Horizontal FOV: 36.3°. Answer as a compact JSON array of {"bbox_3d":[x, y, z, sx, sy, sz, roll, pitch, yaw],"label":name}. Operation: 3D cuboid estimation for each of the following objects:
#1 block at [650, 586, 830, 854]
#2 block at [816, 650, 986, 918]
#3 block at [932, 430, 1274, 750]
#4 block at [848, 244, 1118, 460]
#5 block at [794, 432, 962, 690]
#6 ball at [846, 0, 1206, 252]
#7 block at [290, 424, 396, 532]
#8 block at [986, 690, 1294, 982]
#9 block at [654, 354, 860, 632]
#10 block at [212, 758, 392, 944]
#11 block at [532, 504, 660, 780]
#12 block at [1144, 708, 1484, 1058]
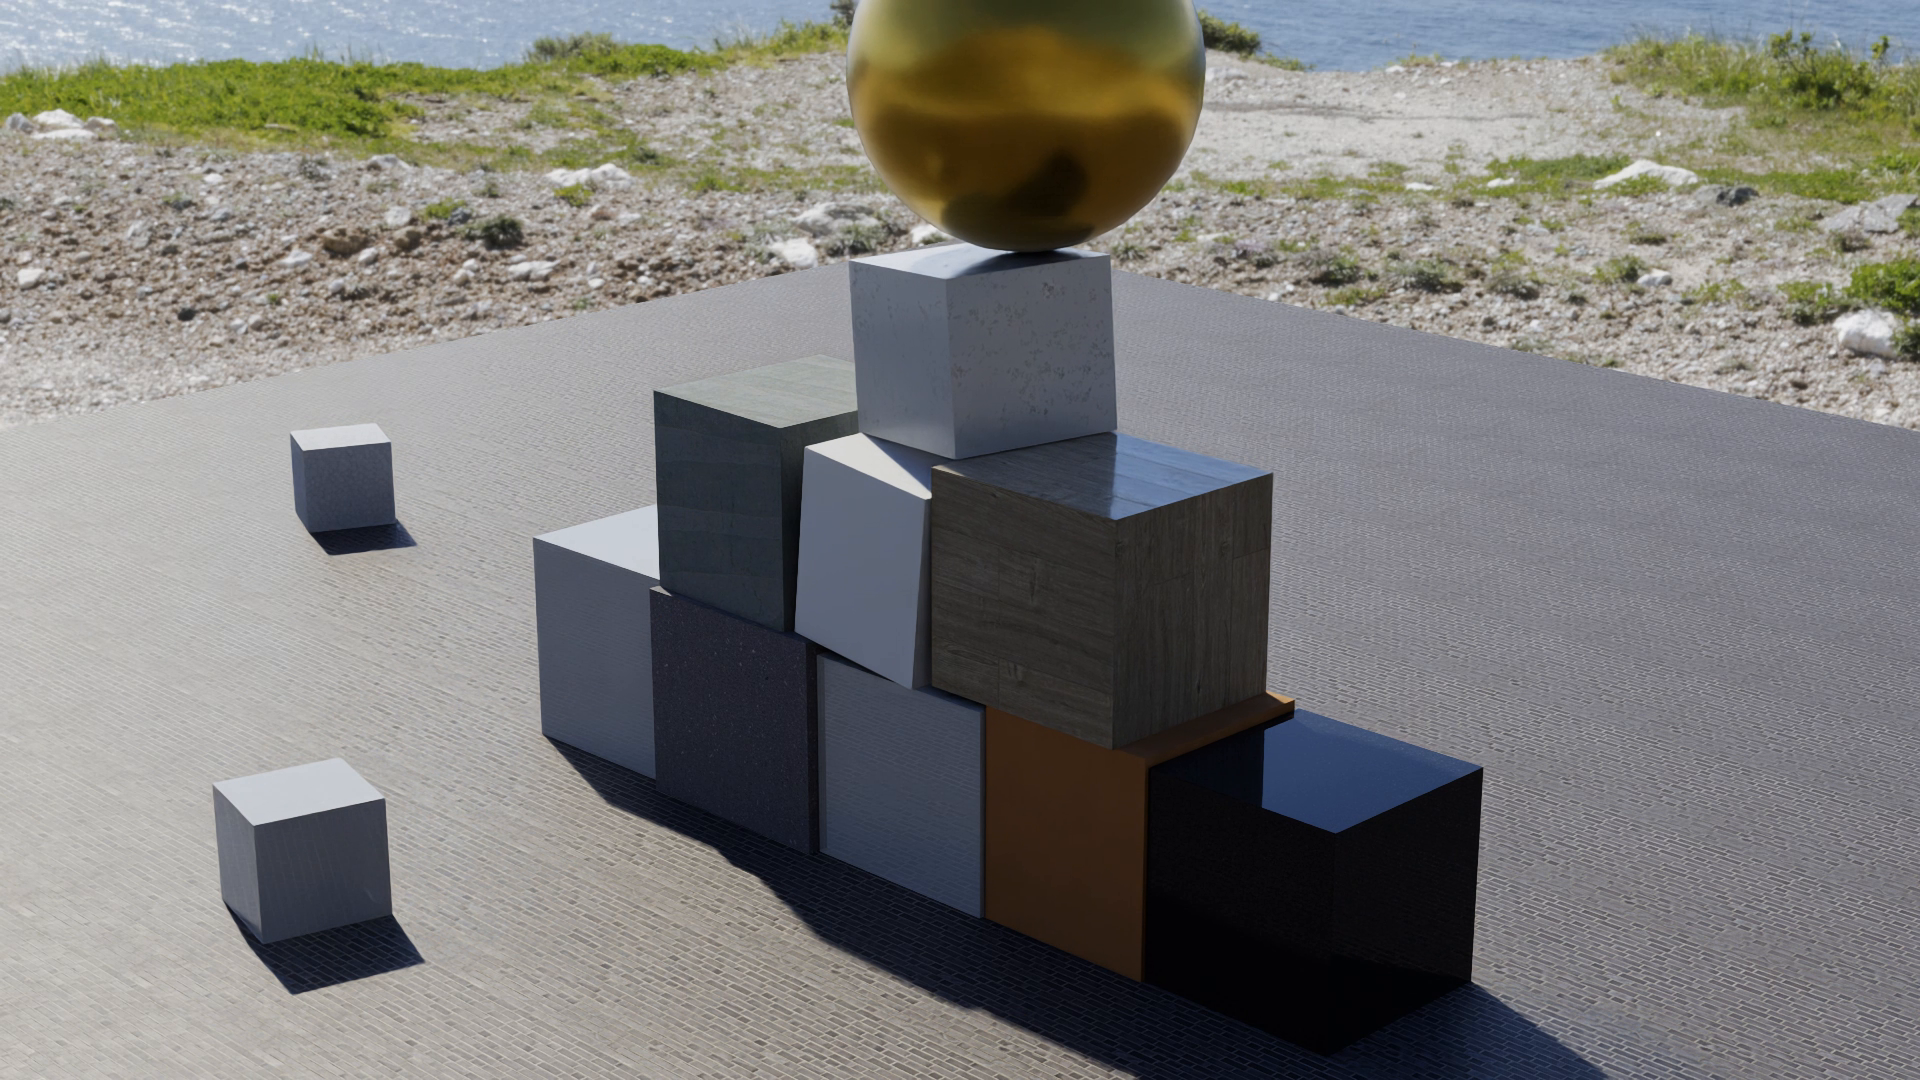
[{"bbox_3d":[-0.692,0.728,14.293,1.153,1.041,1.124,-17,24,-42],"label":"block"},{"bbox_3d":[0.091,0.990,13.570,1.062,0.975,1.051,-17,24,-42],"label":"block"},{"bbox_3d":[0.608,0.176,12.730,0.992,1.001,1.080,-16,24,-42],"label":"block"},{"bbox_3d":[0.101,-0.879,13.185,0.857,0.791,0.836,-12,16,-30],"label":"block"},{"bbox_3d":[-0.152,0.035,13.347,0.849,0.905,0.788,-16,29,-42],"label":"block"},{"bbox_3d":[0.292,-2.076,12.995,1.600,1.600,1.600,0,17,0],"label":"ball"},{"bbox_3d":[-3.941,-0.400,18.719,0.551,0.539,0.487,-7,19,-21],"label":"block"},{"bbox_3d":[0.785,1.185,12.882,0.918,1.015,0.982,17,24,42],"label":"block"},{"bbox_3d":[-0.752,-0.248,14.033,1.040,0.976,0.936,-16,23,-41],"label":"block"},{"bbox_3d":[-2.925,1.374,13.042,0.595,0.559,0.564,-10,20,-30],"label":"block"},{"bbox_3d":[-1.451,0.490,15.011,1.006,1.064,1.005,16,24,42],"label":"block"},{"bbox_3d":[1.473,1.403,12.259,0.983,0.972,0.971,-17,24,-42],"label":"block"}]
